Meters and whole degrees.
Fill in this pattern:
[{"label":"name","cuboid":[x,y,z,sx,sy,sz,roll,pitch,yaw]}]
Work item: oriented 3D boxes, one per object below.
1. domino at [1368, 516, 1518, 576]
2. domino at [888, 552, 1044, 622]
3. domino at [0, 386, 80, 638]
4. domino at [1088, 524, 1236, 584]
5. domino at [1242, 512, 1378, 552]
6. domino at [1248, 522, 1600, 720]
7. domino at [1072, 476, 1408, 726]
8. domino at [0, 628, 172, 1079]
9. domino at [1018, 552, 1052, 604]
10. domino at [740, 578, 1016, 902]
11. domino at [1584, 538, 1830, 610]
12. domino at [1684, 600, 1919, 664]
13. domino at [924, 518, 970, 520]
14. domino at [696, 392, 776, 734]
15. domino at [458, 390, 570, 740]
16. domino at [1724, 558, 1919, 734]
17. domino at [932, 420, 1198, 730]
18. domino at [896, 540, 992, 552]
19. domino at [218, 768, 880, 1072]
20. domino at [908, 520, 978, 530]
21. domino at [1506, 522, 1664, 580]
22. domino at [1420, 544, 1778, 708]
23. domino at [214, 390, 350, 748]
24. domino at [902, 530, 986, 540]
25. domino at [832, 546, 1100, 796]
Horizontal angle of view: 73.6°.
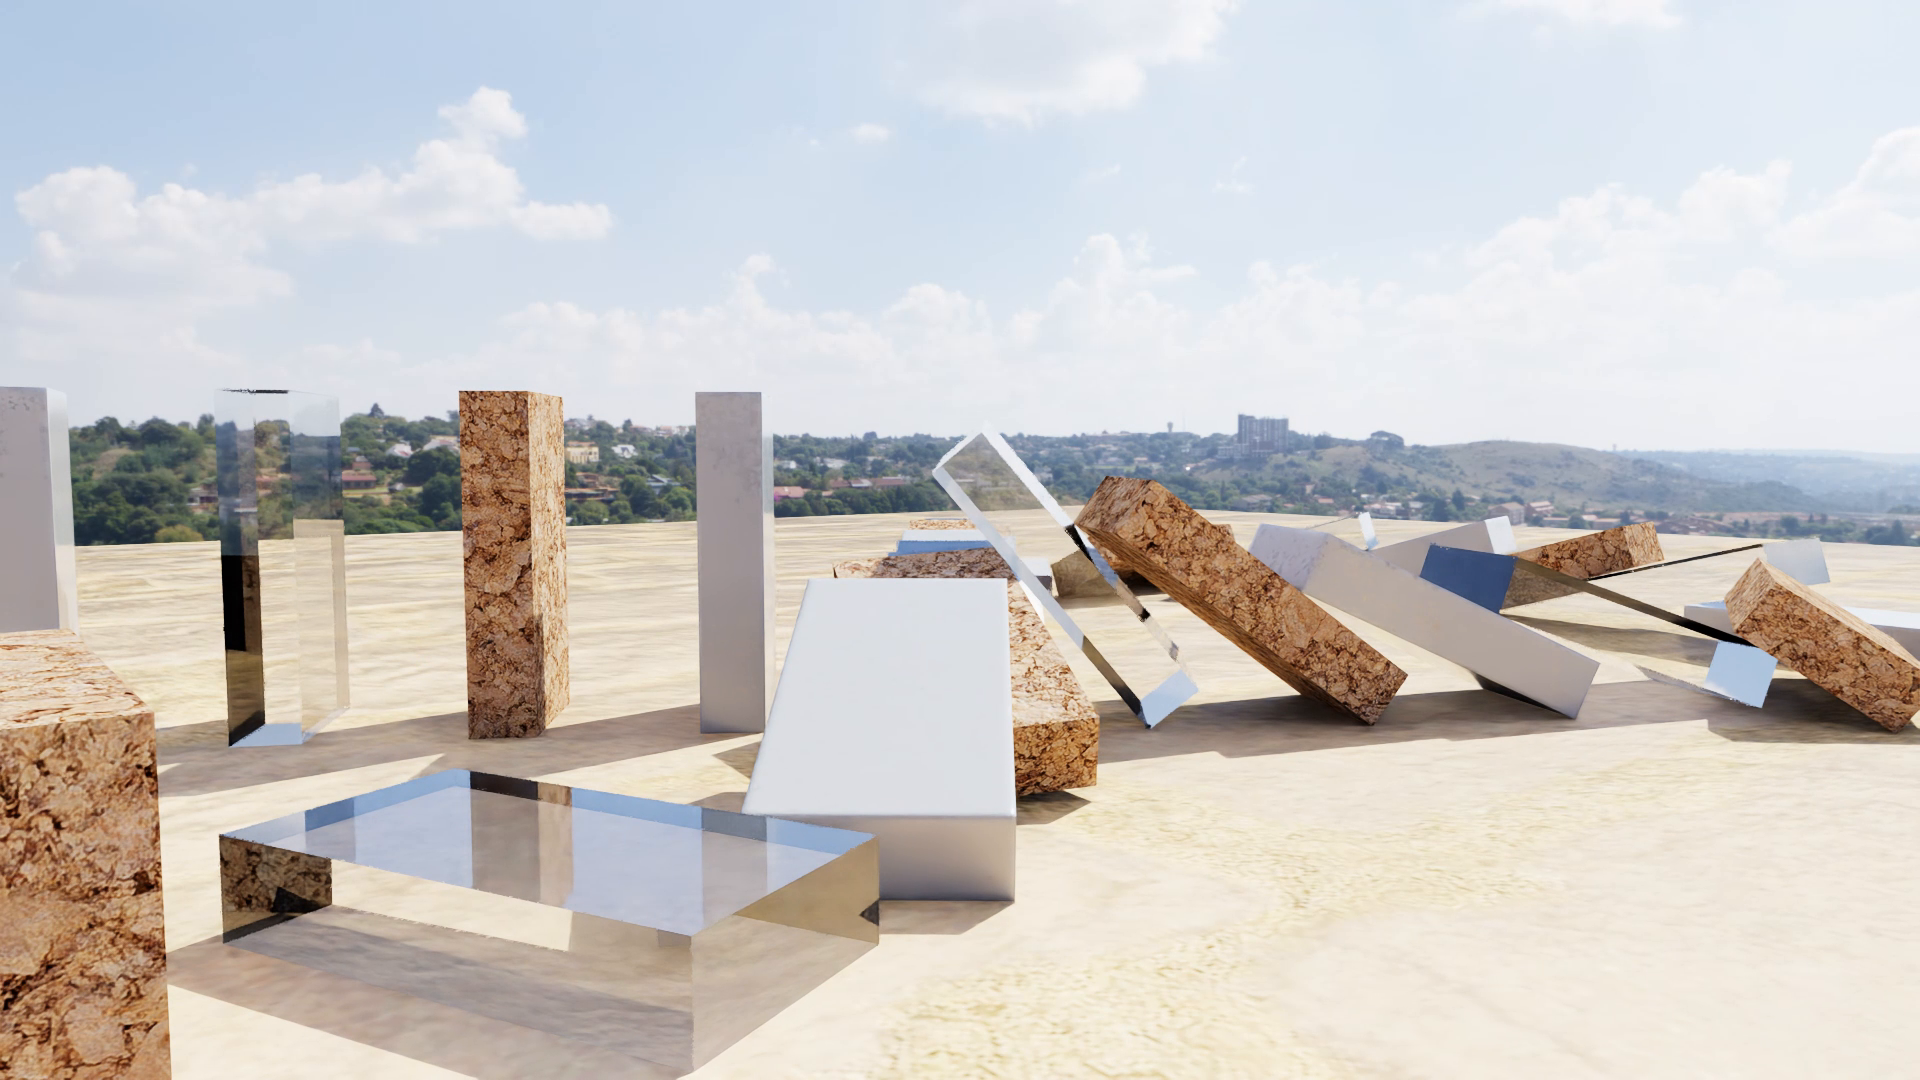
[{"label":"domino","cuboid":[0.115,0.006,0.334,0.050,0.009,0.025,-18,-7,35]},{"label":"domino","cuboid":[0.000,0.016,0.198,0.025,0.010,0.050,0,22,0]},{"label":"domino","cuboid":[-0.132,0.004,0.181,0.010,0.050,0.025,-2,5,-30]},{"label":"domino","cuboid":[0.055,0.005,0.379,0.050,0.009,0.025,-3,-18,-33]},{"label":"domino","cuboid":[0.087,0.004,0.353,0.050,0.010,0.025,-17,-3,23]},{"label":"domino","cuboid":[0.073,0.012,0.206,0.050,0.009,0.025,24,0,-11]},{"label":"domino","cuboid":[0.043,0.009,0.201,0.050,0.009,0.025,36,-2,-10]},{"label":"domino","cuboid":[-0.072,0.023,0.101,0.009,0.025,0.050,-4,6,-40]},{"label":"domino","cuboid":[0.013,0.010,0.366,0.025,0.009,0.050,0,4,2]},{"label":"domino","cuboid":[-0.007,0.019,0.141,0.025,0.010,0.050,0,24,1]},{"label":"domino","cuboid":[0.157,0.010,0.281,0.025,0.010,0.050,-3,-11,-34]},{"label":"domino","cuboid":[0.173,0.019,0.250,0.025,0.010,0.050,-3,5,-34]},{"label":"domino","cuboid":[0.002,0.007,0.328,0.025,0.010,0.050,0,19,2]},{"label":"domino","cuboid":[-0.034,0.003,0.199,0.009,0.050,0.025,0,4,-5]},{"label":"domino","cuboid":[-0.068,0.003,0.196,0.009,0.050,0.025,0,4,-6]},{"label":"domino","cuboid":[0.143,0.016,0.213,0.025,0.009,0.050,38,21,21]},{"label":"domino","cuboid":[0.016,0.004,0.200,0.009,0.050,0.025,-40,5,8]},{"label":"domino","cuboid":[0.000,0.014,0.230,0.025,0.010,0.050,0,21,1]},{"label":"domino","cuboid":[-0.035,0.030,0.109,0.050,0.009,0.025,2,5,27]},{"label":"domino","cuboid":[-0.001,0.009,0.296,0.025,0.010,0.050,0,21,2]},{"label":"domino","cuboid":[0.139,0.007,0.311,0.050,0.010,0.025,-20,-10,41]},{"label":"domino","cuboid":[0.105,0.014,0.214,0.050,0.009,0.025,18,1,-11]},{"label":"domino","cuboid":[-0.100,0.003,0.192,0.010,0.050,0.025,-1,4,-11]},{"label":"domino","cuboid":[-0.001,0.011,0.263,0.025,0.010,0.050,0,21,1]},{"label":"domino","cuboid":[-0.001,0.016,0.171,0.025,0.010,0.050,-5,24,-11]}]
